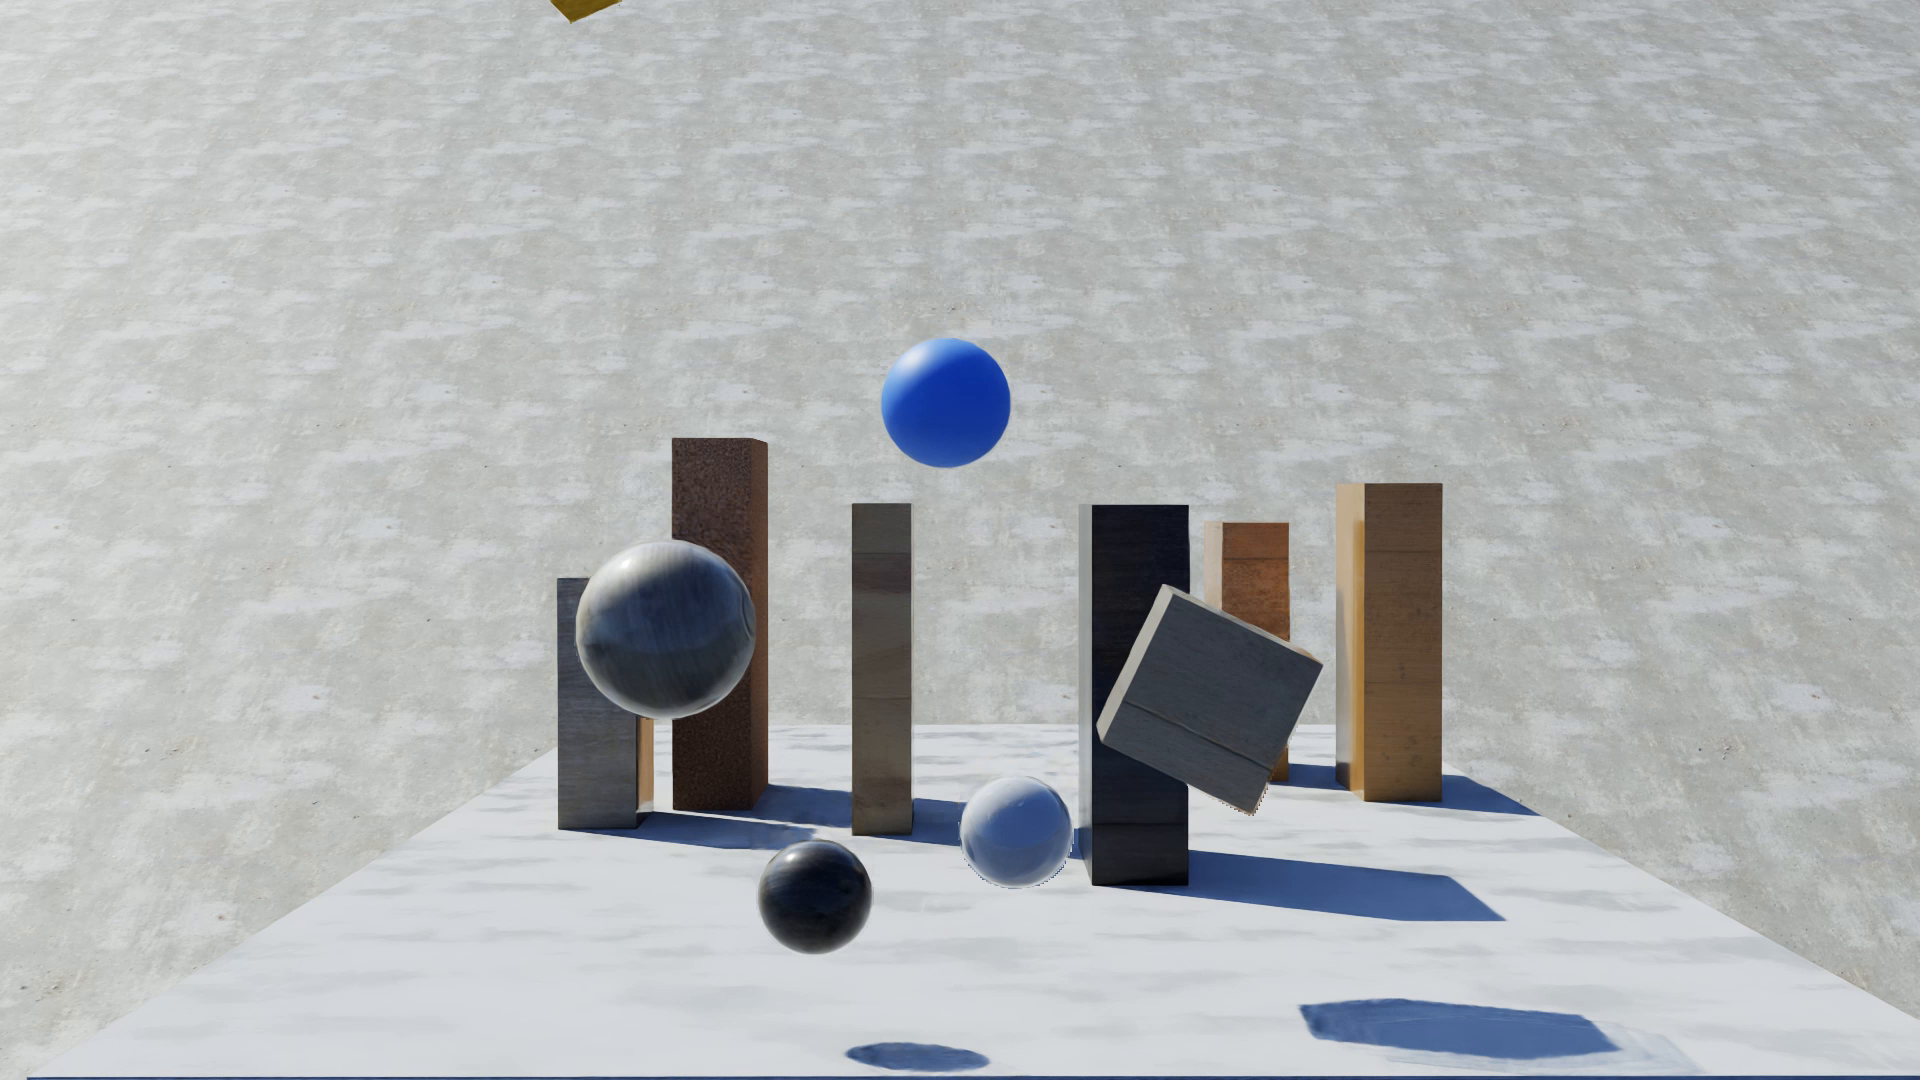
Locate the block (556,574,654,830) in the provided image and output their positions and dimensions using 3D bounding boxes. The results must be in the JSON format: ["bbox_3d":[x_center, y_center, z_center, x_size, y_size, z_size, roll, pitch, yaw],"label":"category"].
[{"bbox_3d":[-0.636,0.284,4.648,0.137,0.440,0.267,0,1,0],"label":"block"}]

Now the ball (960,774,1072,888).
[{"bbox_3d":[0.058,0.298,2.647,0.115,0.115,0.115,0,27,0],"label":"ball"}]

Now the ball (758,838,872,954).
[{"bbox_3d":[-0.155,0.382,2.766,0.123,0.123,0.123,0,27,0],"label":"ball"}]

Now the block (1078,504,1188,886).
[{"bbox_3d":[0.269,0.229,4.070,0.145,0.570,0.425,0,1,0],"label":"block"}]

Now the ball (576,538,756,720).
[{"bbox_3d":[-0.274,0.083,2.408,0.168,0.168,0.168,0,27,0],"label":"ball"}]

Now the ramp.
[{"bbox_3d":[0.062,0.555,4.592,2.000,0.100,4.000,0,1,0],"label":"ramp"}]

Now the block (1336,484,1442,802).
[{"bbox_3d":[0.844,0.192,5.102,0.149,0.608,0.368,0,1,0],"label":"block"}]

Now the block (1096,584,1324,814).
[{"bbox_3d":[0.289,0.182,3.026,0.189,0.189,0.189,25,3,0],"label":"block"}]

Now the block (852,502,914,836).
[{"bbox_3d":[-0.135,0.220,4.595,0.102,0.571,0.319,0,1,0],"label":"block"}]

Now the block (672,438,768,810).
[{"bbox_3d":[-0.461,0.152,5.010,0.147,0.692,0.440,0,1,0],"label":"block"}]

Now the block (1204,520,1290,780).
[{"bbox_3d":[0.604,0.225,5.479,0.136,0.529,0.398,0,1,0],"label":"block"}]

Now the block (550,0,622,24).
[{"bbox_3d":[-0.295,-0.598,2.179,0.192,0.192,0.192,-14,46,34],"label":"block"}]

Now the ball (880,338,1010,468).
[{"bbox_3d":[-0.015,-0.149,2.808,0.141,0.141,0.141,0,27,0],"label":"ball"}]
